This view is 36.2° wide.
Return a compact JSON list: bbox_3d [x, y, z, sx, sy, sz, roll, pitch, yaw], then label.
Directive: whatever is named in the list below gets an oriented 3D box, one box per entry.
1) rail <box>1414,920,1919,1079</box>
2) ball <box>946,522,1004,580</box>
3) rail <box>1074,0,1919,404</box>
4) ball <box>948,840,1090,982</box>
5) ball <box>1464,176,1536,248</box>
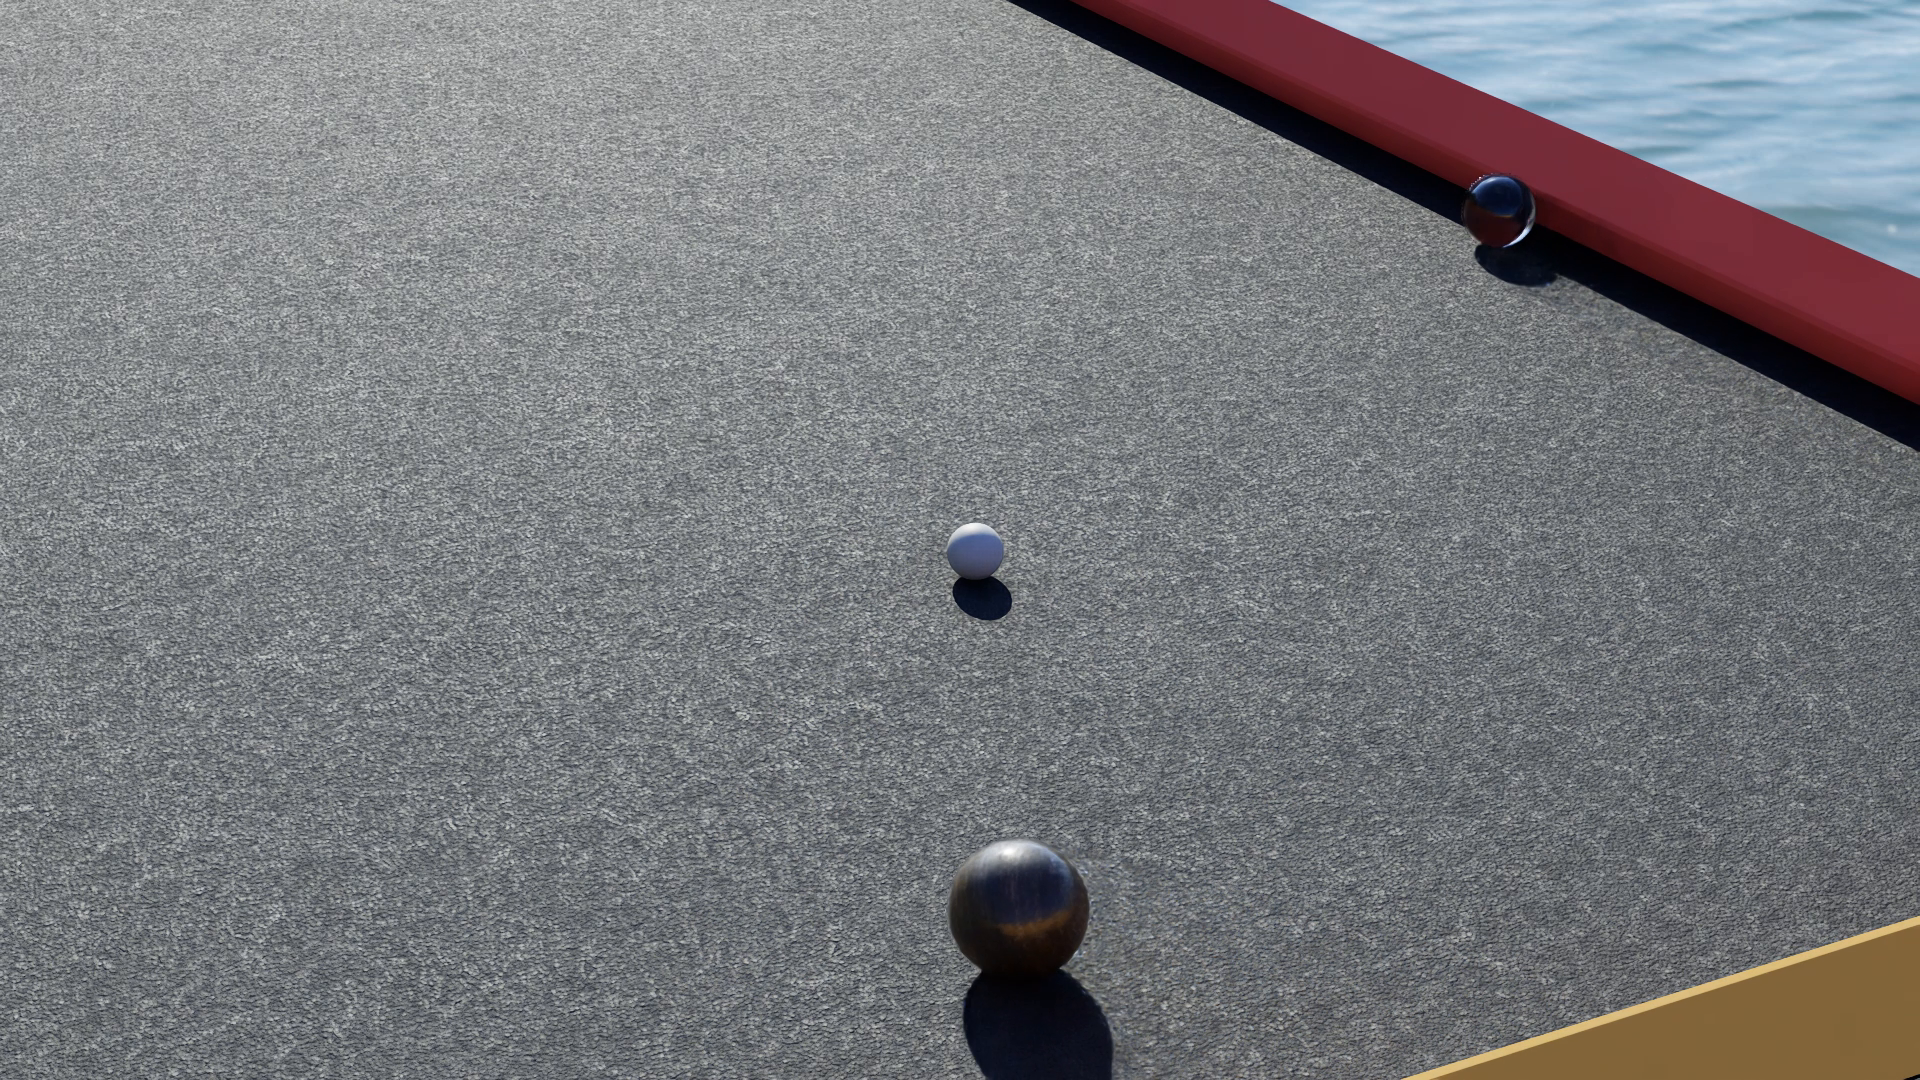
[{"bbox_3d":[0.340,0.266,1.498,1.724,0.103,0.045,-12,27,-24],"label":"rail"},{"bbox_3d":[0.011,0.008,2.128,0.041,0.041,0.041,0,25,0],"label":"ball"},{"bbox_3d":[0.399,-0.472,3.087,0.045,0.103,3.128,-12,27,-24],"label":"rail"},{"bbox_3d":[0.033,0.208,1.653,0.079,0.079,0.079,0,25,0],"label":"ball"},{"bbox_3d":[0.511,-0.311,2.785,0.068,0.068,0.068,0,25,0],"label":"ball"}]
